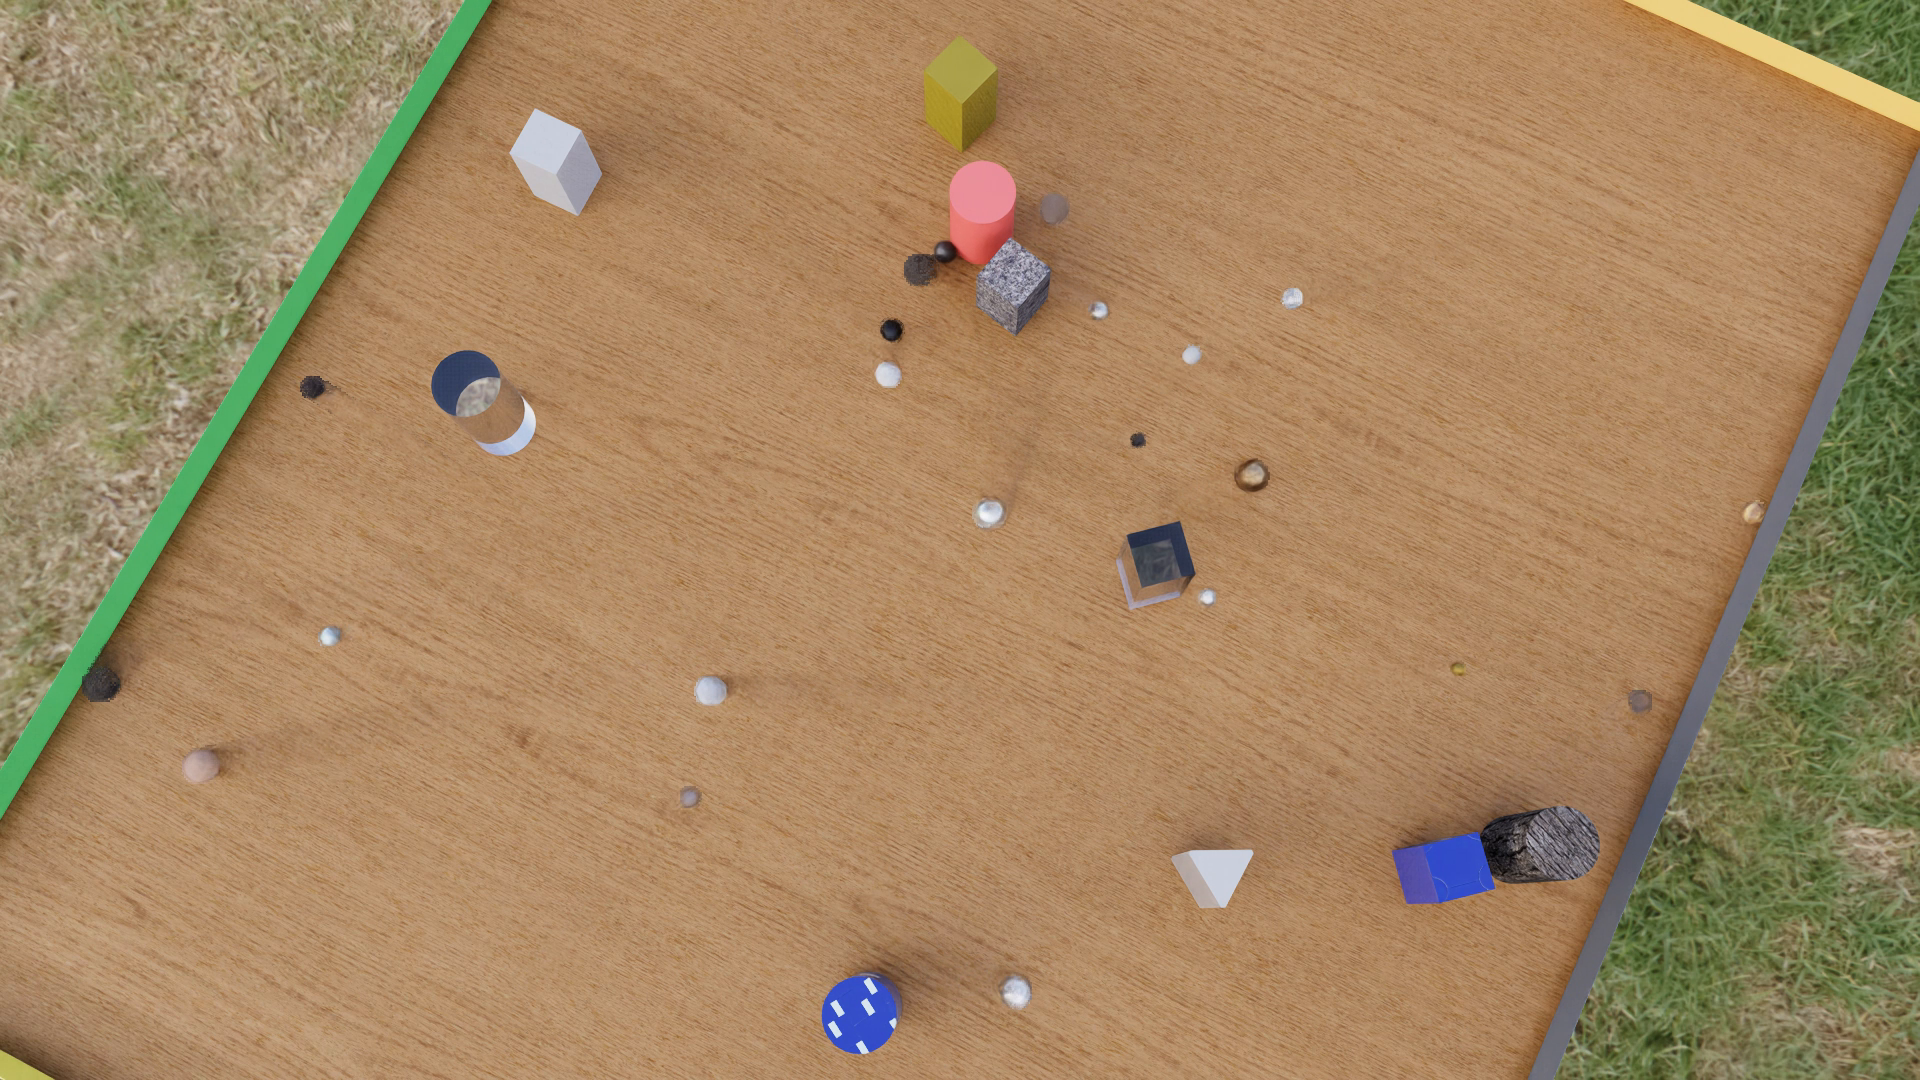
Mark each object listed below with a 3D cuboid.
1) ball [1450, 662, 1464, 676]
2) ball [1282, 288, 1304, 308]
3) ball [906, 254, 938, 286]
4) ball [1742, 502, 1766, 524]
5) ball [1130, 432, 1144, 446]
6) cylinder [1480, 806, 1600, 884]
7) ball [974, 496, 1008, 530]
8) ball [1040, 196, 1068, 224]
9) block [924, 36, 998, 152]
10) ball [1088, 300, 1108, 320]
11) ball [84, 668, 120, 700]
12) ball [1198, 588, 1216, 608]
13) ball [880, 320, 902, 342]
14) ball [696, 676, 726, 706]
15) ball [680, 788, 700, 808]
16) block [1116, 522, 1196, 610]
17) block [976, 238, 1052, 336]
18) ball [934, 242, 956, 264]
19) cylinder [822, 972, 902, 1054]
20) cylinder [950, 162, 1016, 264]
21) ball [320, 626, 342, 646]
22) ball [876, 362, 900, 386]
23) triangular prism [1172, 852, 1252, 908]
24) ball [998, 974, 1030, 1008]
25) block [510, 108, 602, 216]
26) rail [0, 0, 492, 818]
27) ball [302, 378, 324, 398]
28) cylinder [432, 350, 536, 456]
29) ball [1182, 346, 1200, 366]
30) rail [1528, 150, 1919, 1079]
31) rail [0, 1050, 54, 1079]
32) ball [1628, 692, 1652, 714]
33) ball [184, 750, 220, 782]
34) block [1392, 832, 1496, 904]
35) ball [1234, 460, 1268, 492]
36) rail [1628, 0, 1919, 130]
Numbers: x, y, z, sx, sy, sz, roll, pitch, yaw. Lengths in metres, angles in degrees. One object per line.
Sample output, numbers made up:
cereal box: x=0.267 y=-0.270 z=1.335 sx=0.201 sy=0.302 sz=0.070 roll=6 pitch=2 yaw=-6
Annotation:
ball: x=1.497 y=0.389 z=5.515 sx=0.042 sy=0.042 sz=0.042 roll=0 pitch=78 yaw=0
ball: x=1.044 y=-0.757 z=5.741 sx=0.063 sy=0.063 sz=0.063 roll=0 pitch=78 yaw=0
ball: x=-0.120 y=-0.844 z=5.742 sx=0.097 sy=0.097 sz=0.097 roll=0 pitch=78 yaw=0
ball: x=2.426 y=-0.081 z=5.599 sx=0.068 sy=0.068 sz=0.068 roll=0 pitch=78 yaw=0
ball: x=0.548 y=-0.310 z=5.659 sx=0.043 sy=0.043 sz=0.043 roll=0 pitch=78 yaw=0
cylinder: x=1.634 y=0.869 z=5.195 sx=0.200 sy=0.474 sz=0.200 roll=0 pitch=78 yaw=0
ball: x=0.094 y=-0.082 z=5.583 sx=0.100 sy=0.100 sz=0.100 roll=0 pitch=78 yaw=0
ball: x=0.297 y=-1.043 z=5.787 sx=0.089 sy=0.089 sz=0.089 roll=0 pitch=78 yaw=0
block: x=0.003 y=-1.387 z=5.718 sx=0.160 sy=0.363 sz=0.160 roll=43 pitch=81 yaw=8
ball: x=0.432 y=-0.718 z=5.735 sx=0.060 sy=0.060 sz=0.060 roll=0 pitch=78 yaw=0
ball: x=-2.565 y=0.431 z=5.477 sx=0.098 sy=0.098 sz=0.098 roll=0 pitch=78 yaw=0
ball: x=0.746 y=0.176 z=5.551 sx=0.057 sy=0.057 sz=0.057 roll=0 pitch=78 yaw=0
ball: x=-0.214 y=-0.654 z=5.718 sx=0.067 sy=0.067 sz=0.067 roll=0 pitch=78 yaw=0
ball: x=-0.742 y=0.452 z=5.478 sx=0.089 sy=0.089 sz=0.089 roll=0 pitch=78 yaw=0
ball: x=-0.799 y=0.765 z=5.427 sx=0.060 sy=0.060 sz=0.060 roll=0 pitch=78 yaw=0
block: x=0.573 y=0.079 z=5.408 sx=0.160 sy=0.377 sz=0.160 roll=-14 pitch=79 yaw=-3
block: x=0.163 y=-0.776 z=5.637 sx=0.160 sy=0.275 sz=0.160 roll=39 pitch=81 yaw=7
ball: x=-0.045 y=-0.905 z=5.768 sx=0.071 sy=0.071 sz=0.071 roll=0 pitch=78 yaw=0
cylinder: x=-0.268 y=1.311 z=5.102 sx=0.200 sy=0.477 sz=0.200 roll=0 pitch=78 yaw=0
cylinder: x=0.068 y=-1.004 z=5.647 sx=0.200 sy=0.347 sz=0.200 roll=0 pitch=78 yaw=0
ball: x=-1.897 y=0.291 z=5.526 sx=0.059 sy=0.059 sz=0.059 roll=0 pitch=78 yaw=0
ball: x=-0.224 y=-0.515 z=5.683 sx=0.078 sy=0.078 sz=0.078 roll=0 pitch=78 yaw=0
triangular prism: x=0.733 y=0.930 z=5.197 sx=0.150 sy=0.445 sz=0.173 roll=-30 pitch=80 yaw=-6
ball: x=0.158 y=1.305 z=5.298 sx=0.094 sy=0.094 sz=0.094 roll=0 pitch=78 yaw=0
block: x=-1.250 y=-1.168 z=5.689 sx=0.160 sy=0.331 sz=0.160 roll=26 pitch=79 yaw=5
rail: x=-1.943 y=-0.944 z=5.745 sx=0.045 sy=0.130 sz=5.206 roll=26 pitch=80 yaw=5
ball: x=-2.005 y=-0.473 z=5.683 sx=0.062 sy=0.062 sz=0.062 roll=0 pitch=78 yaw=0
cylinder: x=-1.417 y=-0.404 z=5.474 sx=0.200 sy=0.443 sz=0.200 roll=0 pitch=78 yaw=0
ball: x=0.721 y=-0.573 z=5.706 sx=0.057 sy=0.057 sz=0.057 roll=0 pitch=78 yaw=0
rail: x=1.943 y=0.958 z=5.351 sx=0.045 sy=0.130 sz=5.206 roll=26 pitch=80 yaw=5
rail: x=-1.153 y=2.266 z=5.080 sx=4.391 sy=0.130 sz=0.045 roll=26 pitch=80 yaw=5
ball: x=2.034 y=0.486 z=5.483 sx=0.064 sy=0.064 sz=0.064 roll=0 pitch=78 yaw=0
ball: x=-2.245 y=0.670 z=5.429 sx=0.097 sy=0.097 sz=0.097 roll=0 pitch=78 yaw=0
block: x=1.374 y=0.939 z=5.229 sx=0.160 sy=0.378 sz=0.160 roll=-14 pitch=79 yaw=-3
ball: x=0.891 y=-0.194 z=5.606 sx=0.099 sy=0.099 sz=0.099 roll=0 pitch=78 yaw=0
rail: x=1.153 y=-2.252 z=6.016 sx=4.391 sy=0.130 sz=0.045 roll=26 pitch=80 yaw=5
